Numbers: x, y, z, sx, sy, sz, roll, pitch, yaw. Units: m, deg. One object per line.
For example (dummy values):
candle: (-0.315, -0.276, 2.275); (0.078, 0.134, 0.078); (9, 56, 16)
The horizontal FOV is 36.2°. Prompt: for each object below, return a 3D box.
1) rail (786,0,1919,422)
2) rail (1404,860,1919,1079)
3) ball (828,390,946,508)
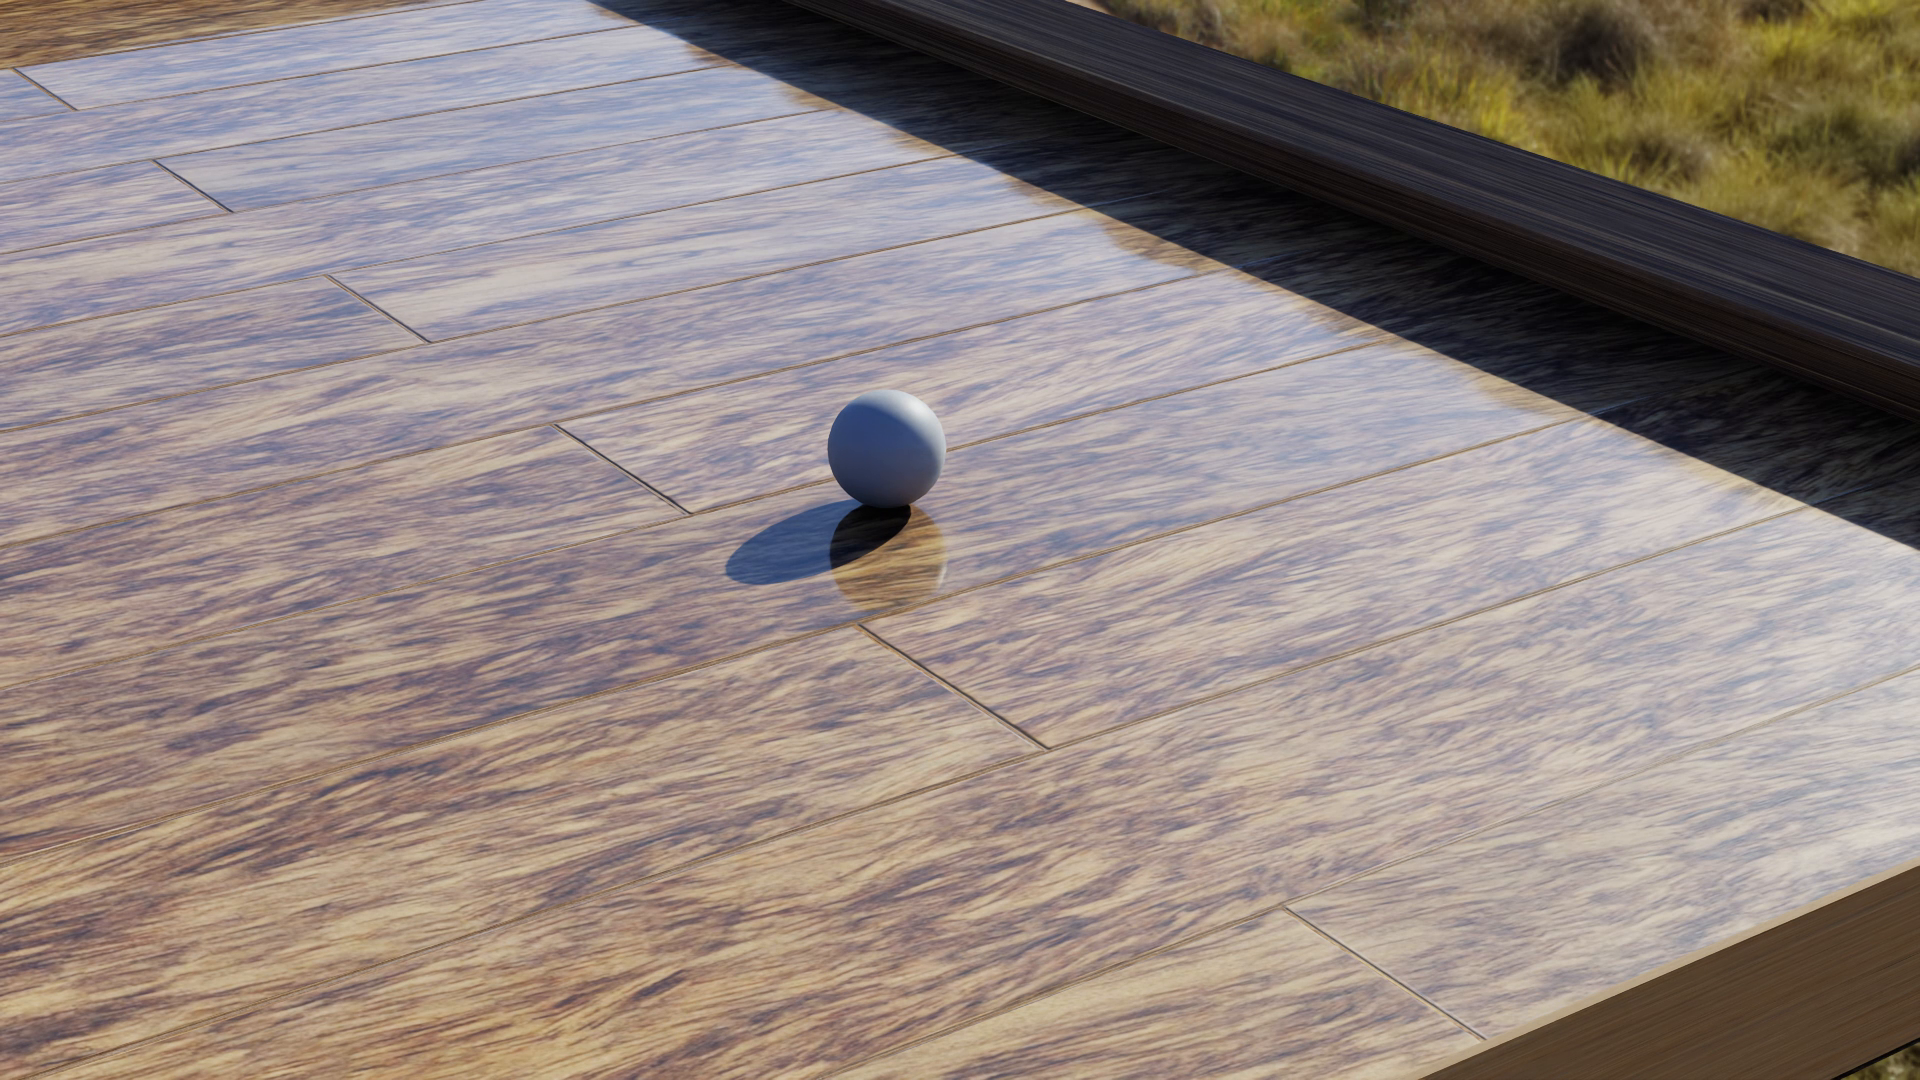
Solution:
rail: (0.257, -0.493, 3.327); (0.045, 0.127, 3.325); (-15, 28, -31)
rail: (0.454, 0.246, 1.634); (1.798, 0.127, 0.045); (-15, 28, -31)
ball: (-0.060, -0.074, 2.407); (0.097, 0.097, 0.097); (0, 24, 0)
